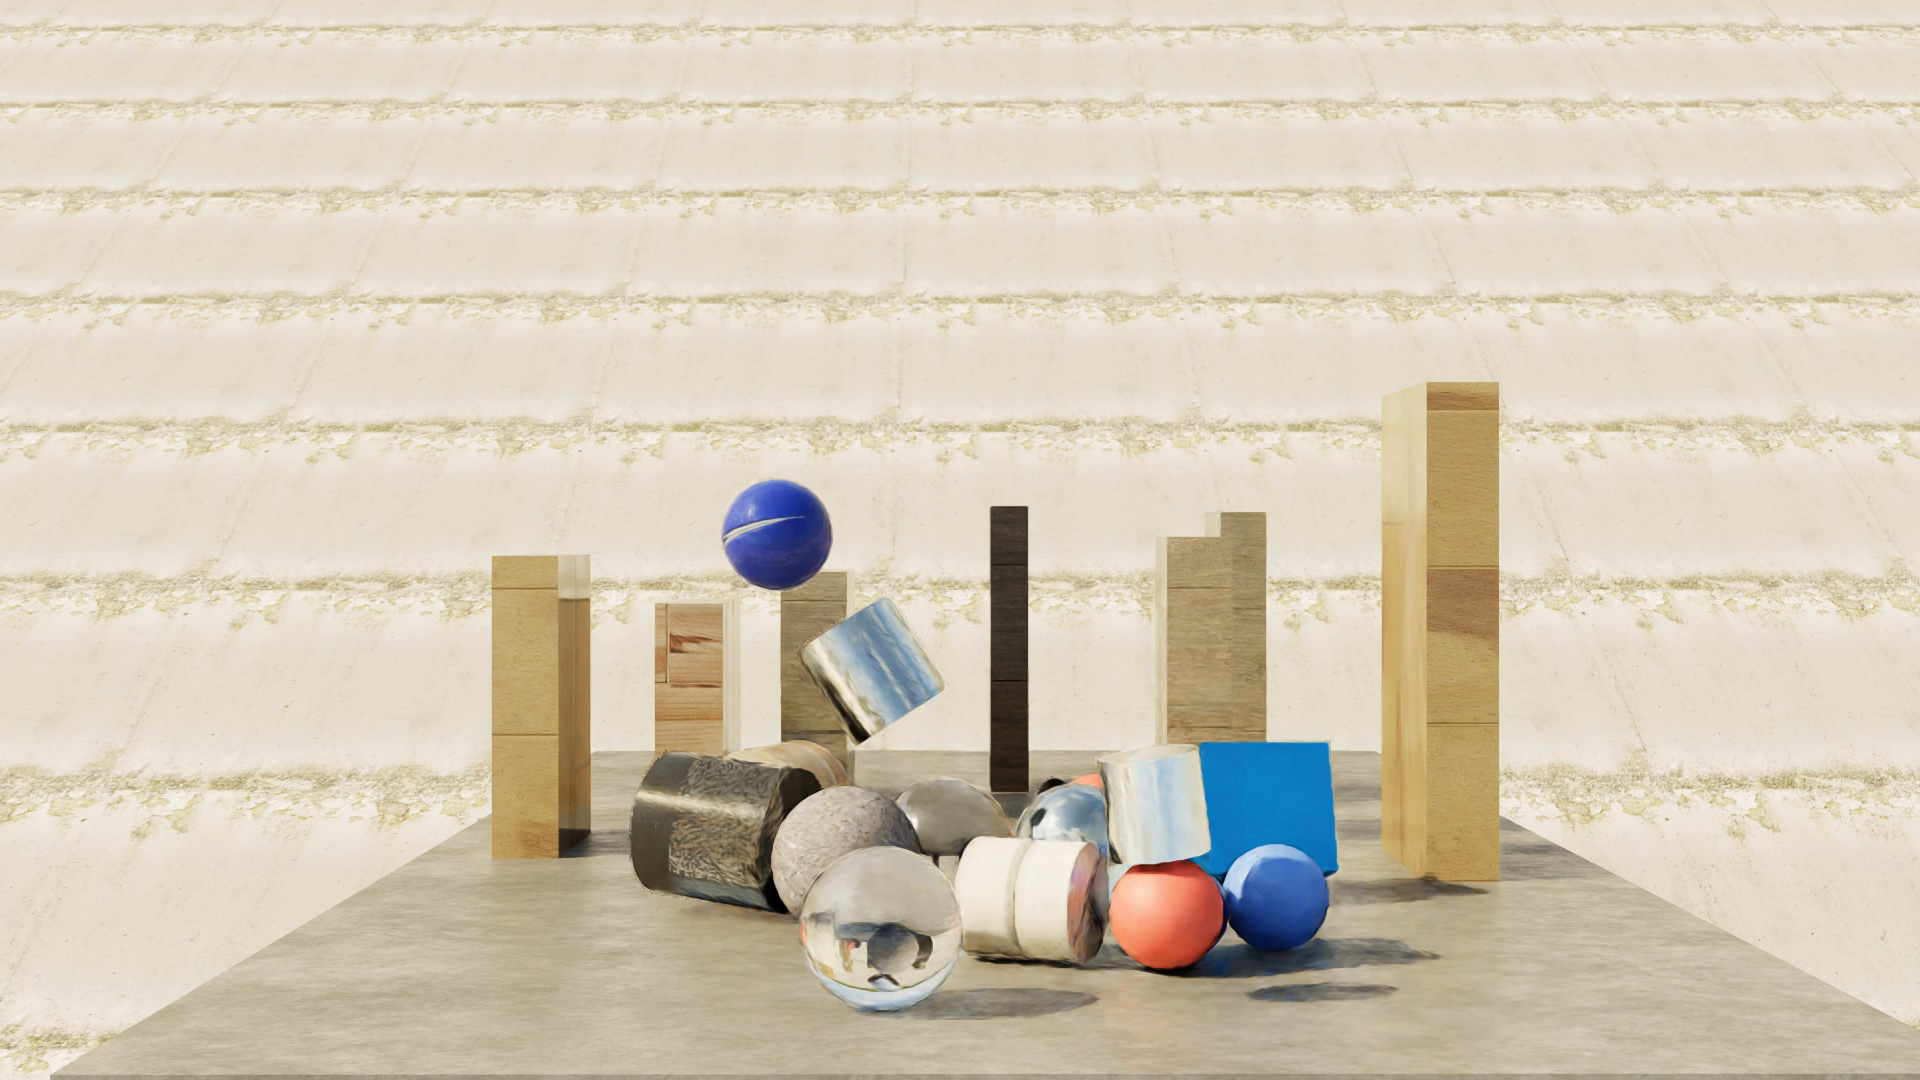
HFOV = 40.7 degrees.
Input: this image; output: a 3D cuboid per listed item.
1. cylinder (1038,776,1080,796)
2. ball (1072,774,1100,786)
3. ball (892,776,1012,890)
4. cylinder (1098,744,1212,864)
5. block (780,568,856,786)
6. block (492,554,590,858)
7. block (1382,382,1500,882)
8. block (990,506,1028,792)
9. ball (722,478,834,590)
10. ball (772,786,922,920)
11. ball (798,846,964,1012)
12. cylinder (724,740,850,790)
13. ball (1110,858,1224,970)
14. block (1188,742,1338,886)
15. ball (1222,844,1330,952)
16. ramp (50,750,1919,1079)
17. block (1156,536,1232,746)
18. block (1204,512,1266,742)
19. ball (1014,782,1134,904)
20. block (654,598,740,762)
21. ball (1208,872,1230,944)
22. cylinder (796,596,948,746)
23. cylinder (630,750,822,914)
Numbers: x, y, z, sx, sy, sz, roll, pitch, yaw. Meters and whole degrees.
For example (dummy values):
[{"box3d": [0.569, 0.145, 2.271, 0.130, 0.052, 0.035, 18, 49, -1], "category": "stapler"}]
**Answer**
[{"box3d": [0.220, 0.481, 4.579, 0.125, 0.125, 0.125, 0, 25, -36], "category": "cylinder"}, {"box3d": [0.229, 0.464, 4.434, 0.124, 0.124, 0.124, 0, 30, 0], "category": "ball"}, {"box3d": [-0.022, 0.445, 3.766, 0.200, 0.200, 0.200, 0, 30, 0], "category": "ball"}, {"box3d": [0.246, 0.334, 3.274, 0.129, 0.129, 0.129, -8, 2, 0], "category": "cylinder"}, {"box3d": [-0.279, 0.302, 5.152, 0.127, 0.484, 0.439, 0, 0, 0], "category": "block"}, {"box3d": [-0.745, 0.286, 4.622, 0.114, 0.518, 0.390, 0, 0, 0], "category": "block"}, {"box3d": [0.800, 0.146, 4.337, 0.116, 0.796, 0.435, 0, 0, 0], "category": "block"}, {"box3d": [0.107, 0.235, 5.689, 0.081, 0.615, 0.243, 0, 0, 0], "category": "block"}, {"box3d": [-0.203, -0.006, 2.877, 0.125, 0.125, 0.125, 0, 30, 0], "category": "ball"}, {"box3d": [-0.156, 0.442, 3.560, 0.207, 0.207, 0.207, 0, 30, 0], "category": "ball"}, {"box3d": [-0.091, 0.451, 3.004, 0.191, 0.191, 0.191, 0, 30, 0], "category": "ball"}, {"box3d": [-0.312, 0.445, 4.387, 0.197, 0.197, 0.197, 12, 4, 20], "category": "cylinder"}, {"box3d": [0.261, 0.470, 3.269, 0.144, 0.144, 0.144, 0, 30, 0], "category": "ball"}, {"box3d": [0.448, 0.424, 3.945, 0.195, 0.195, 0.195, 0, 74, -8], "category": "block"}, {"box3d": [0.419, 0.475, 3.436, 0.141, 0.141, 0.141, 0, 30, 0], "category": "ball"}, {"box3d": [0.067, 0.594, 4.649, 2.000, 0.100, 4.000, 0, 0, 0], "category": "ramp"}, {"box3d": [0.426, 0.269, 4.730, 0.116, 0.550, 0.265, 0, 0, 0], "category": "block"}, {"box3d": [0.580, 0.242, 5.465, 0.094, 0.601, 0.346, 0, 0, 0], "category": "block"}, {"box3d": [0.169, 0.444, 3.737, 0.185, 0.185, 0.185, 0, 30, 0], "category": "ball"}, {"box3d": [-0.538, 0.335, 5.335, 0.136, 0.418, 0.407, 0, 0, 0], "category": "block"}, {"box3d": [0.294, 0.487, 3.395, 0.118, 0.118, 0.118, 0, 30, 0], "category": "ball"}, {"box3d": [-0.128, 0.190, 3.762, 0.160, 0.160, 0.160, -33, -3, -2], "category": "cylinder"}, {"box3d": [-0.336, 0.424, 3.771, 0.210, 0.210, 0.210, 6, 30, 24], "category": "cylinder"}]
